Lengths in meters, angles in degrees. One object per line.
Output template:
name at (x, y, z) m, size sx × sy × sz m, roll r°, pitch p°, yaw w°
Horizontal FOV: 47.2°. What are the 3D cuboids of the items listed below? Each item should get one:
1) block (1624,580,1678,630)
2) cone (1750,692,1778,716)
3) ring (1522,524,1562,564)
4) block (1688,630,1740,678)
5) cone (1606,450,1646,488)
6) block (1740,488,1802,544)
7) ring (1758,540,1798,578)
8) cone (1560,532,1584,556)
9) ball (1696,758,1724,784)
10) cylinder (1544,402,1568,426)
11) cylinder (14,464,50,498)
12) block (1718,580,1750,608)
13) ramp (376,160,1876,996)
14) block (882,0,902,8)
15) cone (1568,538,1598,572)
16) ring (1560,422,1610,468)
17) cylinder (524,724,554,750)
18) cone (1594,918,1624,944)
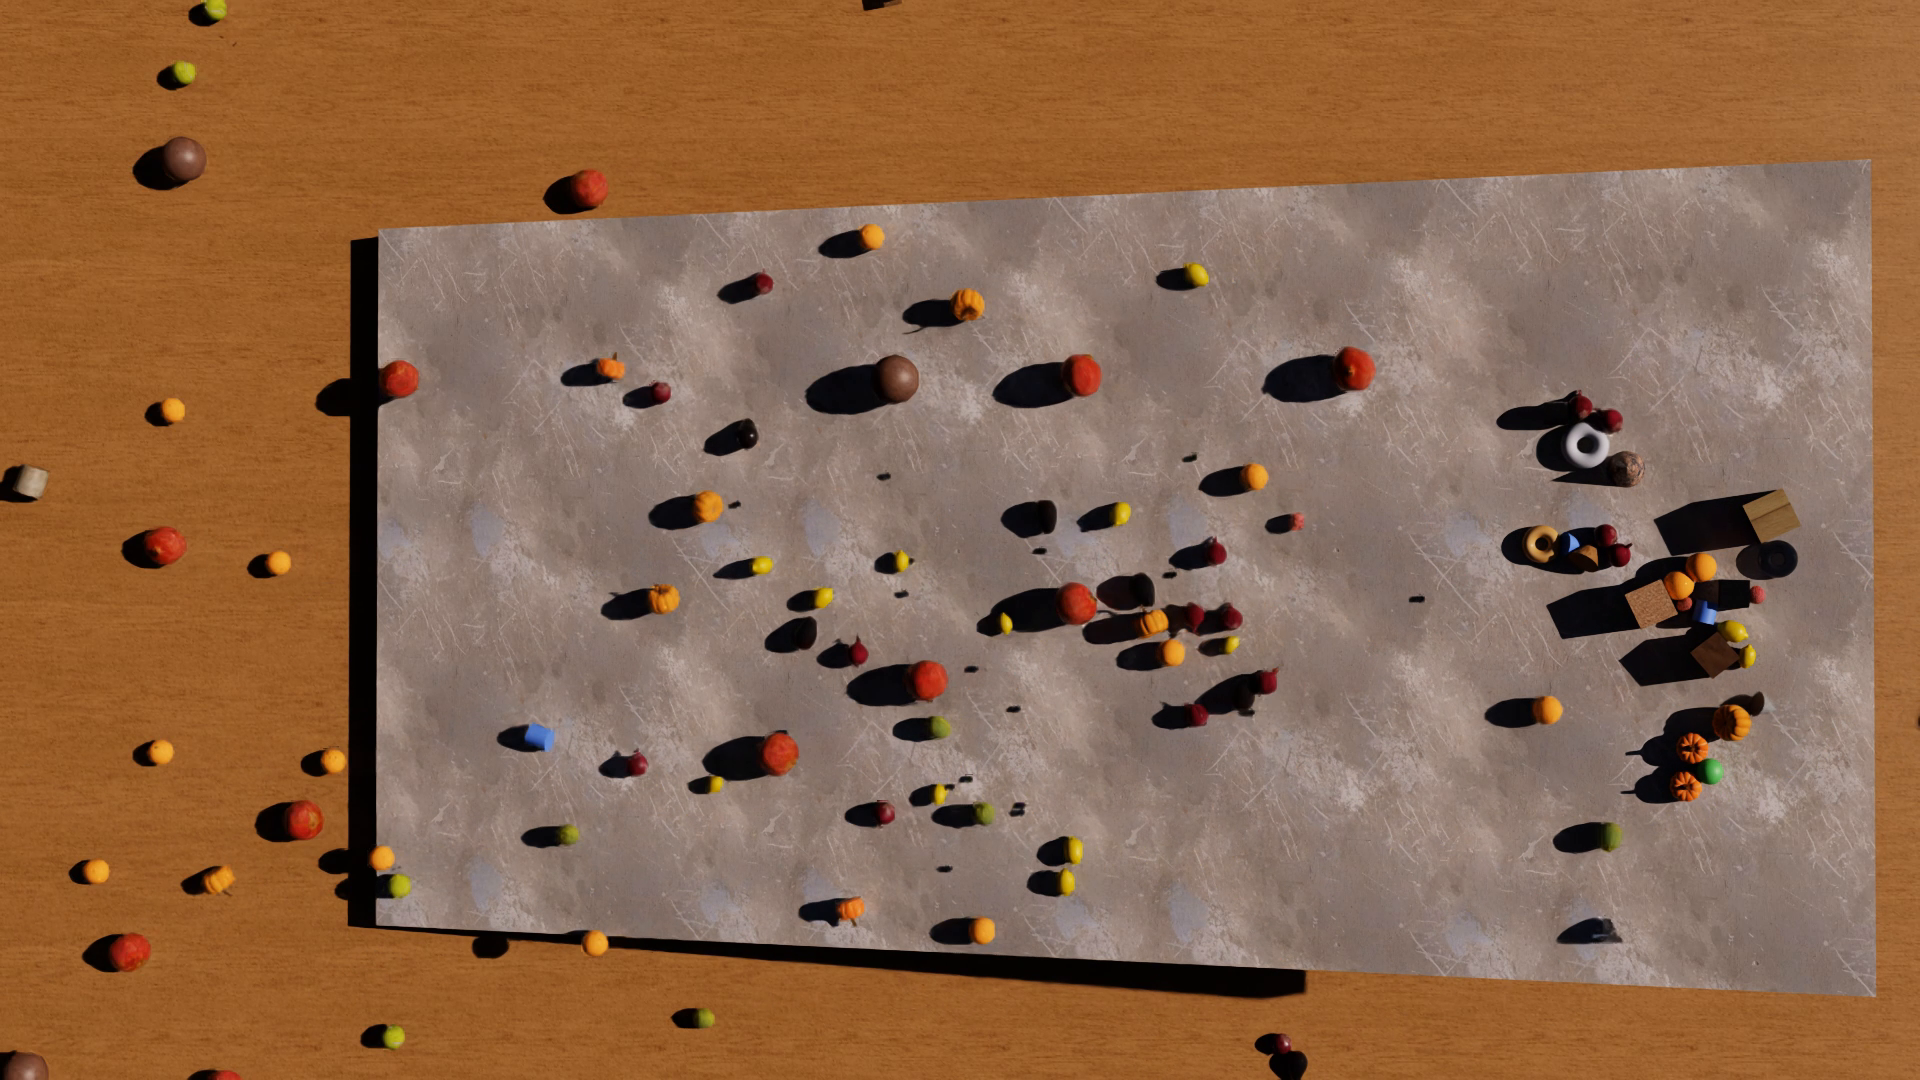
block at (1.677, 0.156, 5.341) m, size 0.092 × 0.092 × 0.092 m, roll -25°, pitch 83°, yaw 14°
cone at (1.945, 0.404, 5.297) m, size 0.059 × 0.059 × 0.059 m, roll 17°, pitch 89°, yaw -12°
ring at (1.439, 0.010, 5.440) m, size 0.095 × 0.032 × 0.095 m, roll 0°, pitch 90°, yaw 14°
block at (1.819, 0.277, 5.305) m, size 0.081 × 0.081 × 0.081 m, roll -40°, pitch 79°, yaw 11°
cone at (1.625, -0.174, 5.361) m, size 0.091 × 0.091 × 0.091 m, roll 0°, pitch 89°, yaw 15°
block at (1.941, -0.057, 5.267) m, size 0.099 × 0.099 × 0.099 m, roll -26°, pitch 83°, yaw 14°
ring at (1.969, 0.046, 5.294) m, size 0.092 × 0.031 × 0.092 m, roll 0°, pitch 90°, yaw 15°
cone at (1.518, 0.012, 5.421) m, size 0.060 × 0.060 × 0.060 m, roll 6°, pitch 89°, yaw -11°
ball at (1.811, 0.559, 5.312) m, size 0.063 × 0.063 × 0.063 m, roll 0°, pitch 89°, yaw 0°
cylinder at (1.469, -0.312, 5.423) m, size 0.057 × 0.057 × 0.057 m, roll 1°, pitch 89°, yaw 15°
cylinder at (-2.691, -0.172, 6.375) m, size 0.081 × 0.081 × 0.081 m, roll 18°, pitch 90°, yaw 0°
block at (1.866, 0.129, 5.302) m, size 0.067 × 0.067 × 0.067 m, roll 2°, pitch 90°, yaw 15°
ramp at (0.267, 0.097, 5.831) m, size 4.000 × 0.100 × 2.000 m, roll 0°, pitch 89°, yaw 15°
block at (-0.202, -1.591, 6.411) m, size 0.053 × 0.053 × 0.053 m, roll -13°, pitch 89°, yaw 0°
cone at (1.550, 0.024, 5.407) m, size 0.079 × 0.079 × 0.079 m, roll 35°, pitch 71°, yaw 0°
ring at (1.539, -0.233, 5.413) m, size 0.116 × 0.039 × 0.116 m, roll -1°, pitch 88°, yaw 16°
cylinder at (-1.173, 0.550, 6.139) m, size 0.060 × 0.060 × 0.060 m, roll 18°, pitch 89°, yaw 15°
cone at (1.599, 0.971, 5.382) m, size 0.067 × 0.067 × 0.067 m, roll 29°, pitch 89°, yaw -13°
